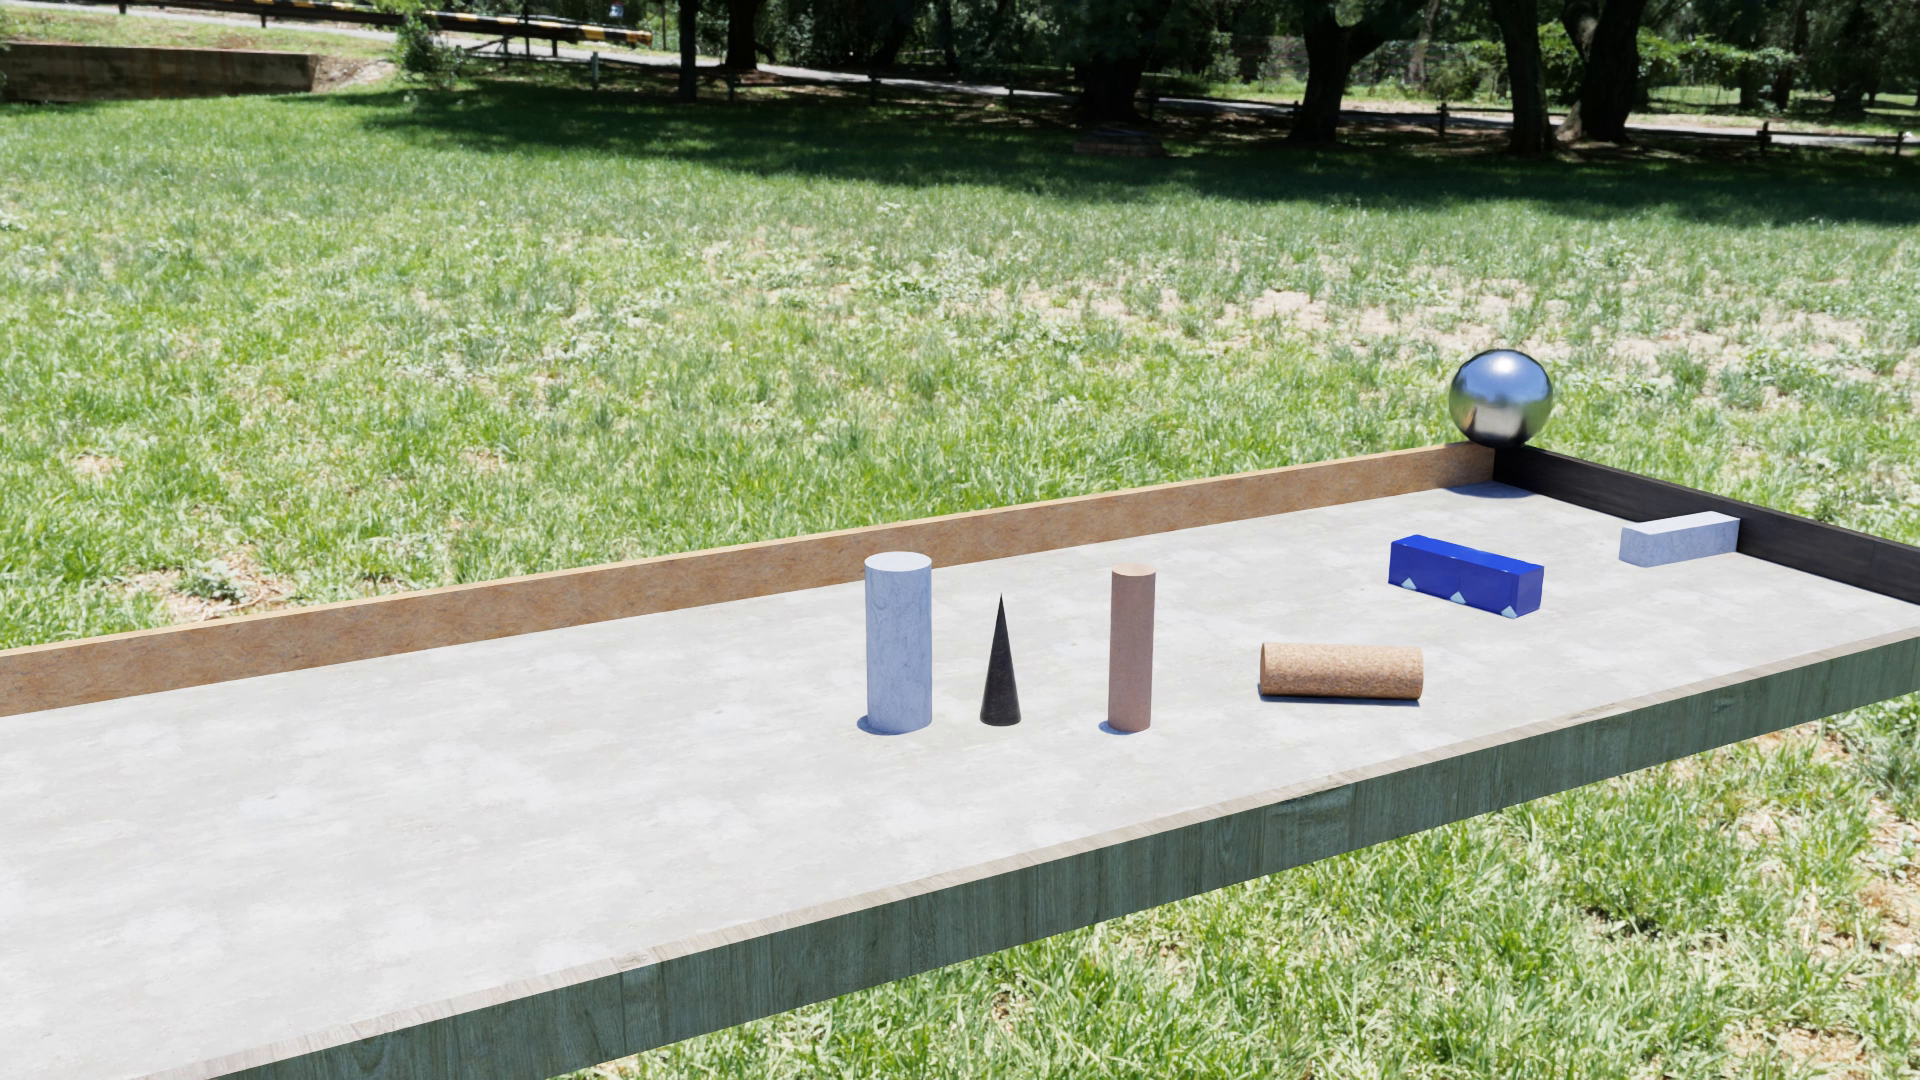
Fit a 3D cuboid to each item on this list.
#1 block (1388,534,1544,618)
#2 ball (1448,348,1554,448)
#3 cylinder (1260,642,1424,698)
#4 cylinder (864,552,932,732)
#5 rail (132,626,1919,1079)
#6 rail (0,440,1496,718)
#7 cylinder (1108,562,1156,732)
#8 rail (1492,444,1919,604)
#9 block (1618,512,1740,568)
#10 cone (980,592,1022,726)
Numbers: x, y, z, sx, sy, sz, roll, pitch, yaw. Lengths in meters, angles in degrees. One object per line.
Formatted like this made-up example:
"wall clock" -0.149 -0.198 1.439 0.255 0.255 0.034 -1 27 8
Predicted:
"block" 1.463 0.101 4.785 0.128 0.128 0.426 -13 21 -38
"ball" 1.949 -0.510 5.947 0.361 0.361 0.361 0 16 0
"cylinder" 0.932 0.319 4.041 0.377 0.128 0.128 1 16 5
"cylinder" -0.142 0.237 3.850 0.154 0.393 0.154 0 16 0
"rail" -2.336 1.006 1.665 12.000 0.150 0.050 -9 18 -27
"rail" -3.305 0.497 3.399 12.000 0.150 0.050 -9 18 -27
"cylinder" 0.398 0.250 3.828 0.100 0.381 0.100 0 16 0
"rail" 2.466 -0.048 5.253 0.050 0.150 2.100 -9 18 -27
"block" 2.258 -0.003 5.176 0.396 0.107 0.107 -8 18 -25
"cone" 0.096 0.271 3.869 0.101 0.318 0.101 0 16 0
